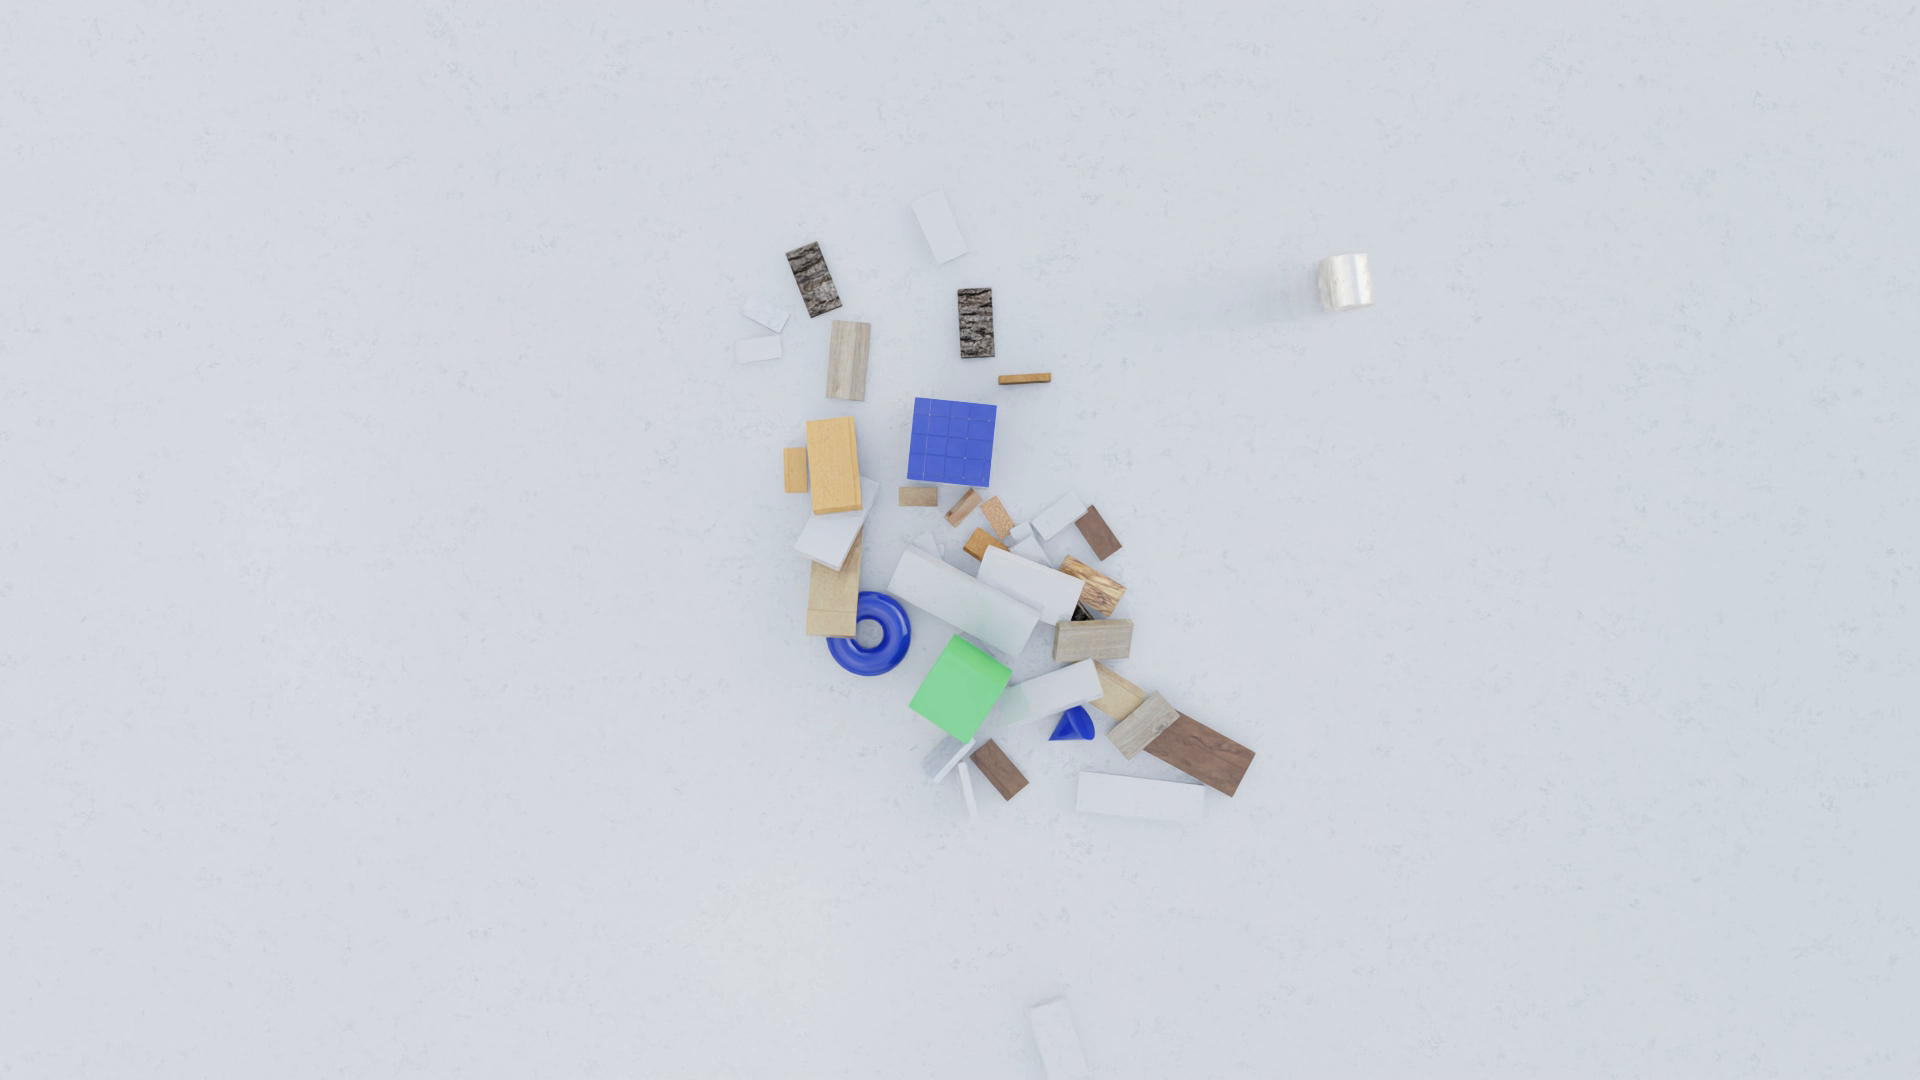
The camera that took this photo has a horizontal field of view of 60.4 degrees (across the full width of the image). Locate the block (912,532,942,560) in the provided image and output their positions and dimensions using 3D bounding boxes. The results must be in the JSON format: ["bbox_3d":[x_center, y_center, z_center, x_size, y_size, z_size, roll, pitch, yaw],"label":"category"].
[{"bbox_3d":[-0.105,0.041,5.473,0.064,0.018,0.129,-22,90,0],"label":"block"}]

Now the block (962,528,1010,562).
[{"bbox_3d":[0.108,0.043,5.468,0.180,0.025,0.090,34,63,0],"label":"block"}]

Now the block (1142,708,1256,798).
[{"bbox_3d":[0.791,0.699,5.476,0.337,0.048,0.168,28,90,0],"label":"block"}]

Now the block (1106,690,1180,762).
[{"bbox_3d":[0.603,0.612,5.440,0.226,0.032,0.113,-42,85,2],"label":"block"}]

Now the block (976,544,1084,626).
[{"bbox_3d":[0.222,0.156,5.404,0.337,0.048,0.168,21,116,6],"label":"block"}]

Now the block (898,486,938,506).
[{"bbox_3d":[-0.139,-0.144,5.491,0.129,0.018,0.064,0,90,0],"label":"block"}]

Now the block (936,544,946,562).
[{"bbox_3d":[-0.081,0.076,5.491,0.064,0.018,0.129,-2,90,0],"label":"block"}]

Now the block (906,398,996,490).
[{"bbox_3d":[-0.026,-0.311,5.369,0.262,0.262,0.262,6,90,0],"label":"block"}]

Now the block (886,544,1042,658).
[{"bbox_3d":[0.012,0.202,5.428,0.490,0.048,0.168,28,117,3],"label":"block"}]

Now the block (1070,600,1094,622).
[{"bbox_3d":[0.327,0.210,5.444,0.113,0.032,0.226,-36,100,25],"label":"block"}]

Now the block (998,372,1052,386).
[{"bbox_3d":[0.214,-0.533,5.457,0.172,0.086,0.024,-3,90,0],"label":"block"}]

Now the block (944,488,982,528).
[{"bbox_3d":[0.011,-0.105,5.467,0.134,0.067,0.019,-46,53,0],"label":"block"}]

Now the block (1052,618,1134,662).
[{"bbox_3d":[0.437,0.329,5.422,0.258,0.037,0.129,-2,116,-16],"label":"block"}]

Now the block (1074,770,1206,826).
[{"bbox_3d":[0.598,0.856,5.481,0.419,0.037,0.132,7,90,0],"label":"block"}]

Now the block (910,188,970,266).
[{"bbox_3d":[-0.067,-1.038,5.484,0.114,0.032,0.228,-24,90,0],"label":"block"}]

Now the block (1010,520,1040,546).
[{"bbox_3d":[0.223,0.009,5.480,0.067,0.019,0.134,-28,99,-1],"label":"block"}]

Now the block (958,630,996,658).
[{"bbox_3d":[0.047,0.361,5.490,0.068,0.019,0.136,-44,90,0],"label":"block"}]

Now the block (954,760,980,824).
[{"bbox_3d":[0.021,0.830,5.450,0.027,0.097,0.201,-13,90,-9],"label":"block"}]

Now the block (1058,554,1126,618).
[{"bbox_3d":[0.426,0.151,5.464,0.226,0.032,0.113,29,97,-7],"label":"block"}]

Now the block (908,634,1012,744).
[{"bbox_3d":[0.003,0.482,5.362,0.228,0.228,0.228,33,102,2],"label":"block"}]

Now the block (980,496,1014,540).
[{"bbox_3d":[0.128,-0.074,5.491,0.067,0.019,0.134,-32,90,0],"label":"block"}]

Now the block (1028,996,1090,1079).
[{"bbox_3d":[0.326,1.664,5.481,0.132,0.037,0.264,-18,90,0],"label":"block"}]

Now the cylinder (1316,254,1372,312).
[{"bbox_3d":[1.264,-0.843,5.419,0.163,0.163,0.163,-7,90,0],"label":"cylinder"}]

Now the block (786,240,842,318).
[{"bbox_3d":[-0.486,-0.866,5.484,0.114,0.032,0.228,-21,90,0],"label":"block"}]

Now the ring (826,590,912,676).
[{"bbox_3d":[-0.302,0.310,5.454,0.285,0.095,0.285,0,91,-1],"label":"ring"}]

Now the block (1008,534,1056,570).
[{"bbox_3d":[0.246,0.076,5.460,0.090,0.026,0.180,-35,108,0],"label":"block"}]

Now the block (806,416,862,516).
[{"bbox_3d":[-0.414,-0.246,5.421,0.159,0.045,0.319,-7,69,0],"label":"block"}]

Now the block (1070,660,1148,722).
[{"bbox_3d":[0.474,0.492,5.481,0.264,0.037,0.132,32,90,0],"label":"block"}]

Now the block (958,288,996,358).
[{"bbox_3d":[0.053,-0.721,5.484,0.114,0.032,0.228,-3,90,0],"label":"block"}]

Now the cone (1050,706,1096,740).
[{"bbox_3d":[0.346,0.633,5.468,0.144,0.144,0.144,-35,90,27],"label":"cone"}]

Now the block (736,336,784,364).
[{"bbox_3d":[-0.668,-0.634,5.489,0.149,0.021,0.075,-8,90,0],"label":"block"}]

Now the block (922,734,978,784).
[{"bbox_3d":[-0.037,0.706,5.452,0.194,0.097,0.027,-47,124,0],"label":"block"}]

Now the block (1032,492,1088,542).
[{"bbox_3d":[0.330,-0.077,5.474,0.172,0.024,0.086,-37,70,0],"label":"block"}]

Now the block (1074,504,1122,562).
[{"bbox_3d":[0.455,-0.023,5.488,0.086,0.024,0.172,-35,90,0],"label":"block"}]

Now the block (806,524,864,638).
[{"bbox_3d":[-0.407,0.087,5.415,0.159,0.045,0.467,4,74,0],"label":"block"}]

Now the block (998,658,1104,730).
[{"bbox_3d":[0.298,0.506,5.425,0.332,0.037,0.129,-21,59,9],"label":"block"}]

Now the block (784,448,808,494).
[{"bbox_3d":[-0.547,-0.232,5.489,0.075,0.021,0.149,-2,90,0],"label":"block"}]

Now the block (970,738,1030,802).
[{"bbox_3d":[0.130,0.764,5.486,0.097,0.027,0.194,-41,90,0],"label":"block"}]

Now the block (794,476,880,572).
[{"bbox_3d":[-0.401,-0.072,5.407,0.159,0.045,0.319,23,72,7],"label":"block"}]

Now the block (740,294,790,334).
[{"bbox_3d":[-0.648,-0.753,5.489,0.149,0.021,0.075,28,90,0],"label":"block"}]

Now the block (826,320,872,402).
[{"bbox_3d":[-0.371,-0.596,5.482,0.129,0.037,0.258,5,90,0],"label":"block"}]
